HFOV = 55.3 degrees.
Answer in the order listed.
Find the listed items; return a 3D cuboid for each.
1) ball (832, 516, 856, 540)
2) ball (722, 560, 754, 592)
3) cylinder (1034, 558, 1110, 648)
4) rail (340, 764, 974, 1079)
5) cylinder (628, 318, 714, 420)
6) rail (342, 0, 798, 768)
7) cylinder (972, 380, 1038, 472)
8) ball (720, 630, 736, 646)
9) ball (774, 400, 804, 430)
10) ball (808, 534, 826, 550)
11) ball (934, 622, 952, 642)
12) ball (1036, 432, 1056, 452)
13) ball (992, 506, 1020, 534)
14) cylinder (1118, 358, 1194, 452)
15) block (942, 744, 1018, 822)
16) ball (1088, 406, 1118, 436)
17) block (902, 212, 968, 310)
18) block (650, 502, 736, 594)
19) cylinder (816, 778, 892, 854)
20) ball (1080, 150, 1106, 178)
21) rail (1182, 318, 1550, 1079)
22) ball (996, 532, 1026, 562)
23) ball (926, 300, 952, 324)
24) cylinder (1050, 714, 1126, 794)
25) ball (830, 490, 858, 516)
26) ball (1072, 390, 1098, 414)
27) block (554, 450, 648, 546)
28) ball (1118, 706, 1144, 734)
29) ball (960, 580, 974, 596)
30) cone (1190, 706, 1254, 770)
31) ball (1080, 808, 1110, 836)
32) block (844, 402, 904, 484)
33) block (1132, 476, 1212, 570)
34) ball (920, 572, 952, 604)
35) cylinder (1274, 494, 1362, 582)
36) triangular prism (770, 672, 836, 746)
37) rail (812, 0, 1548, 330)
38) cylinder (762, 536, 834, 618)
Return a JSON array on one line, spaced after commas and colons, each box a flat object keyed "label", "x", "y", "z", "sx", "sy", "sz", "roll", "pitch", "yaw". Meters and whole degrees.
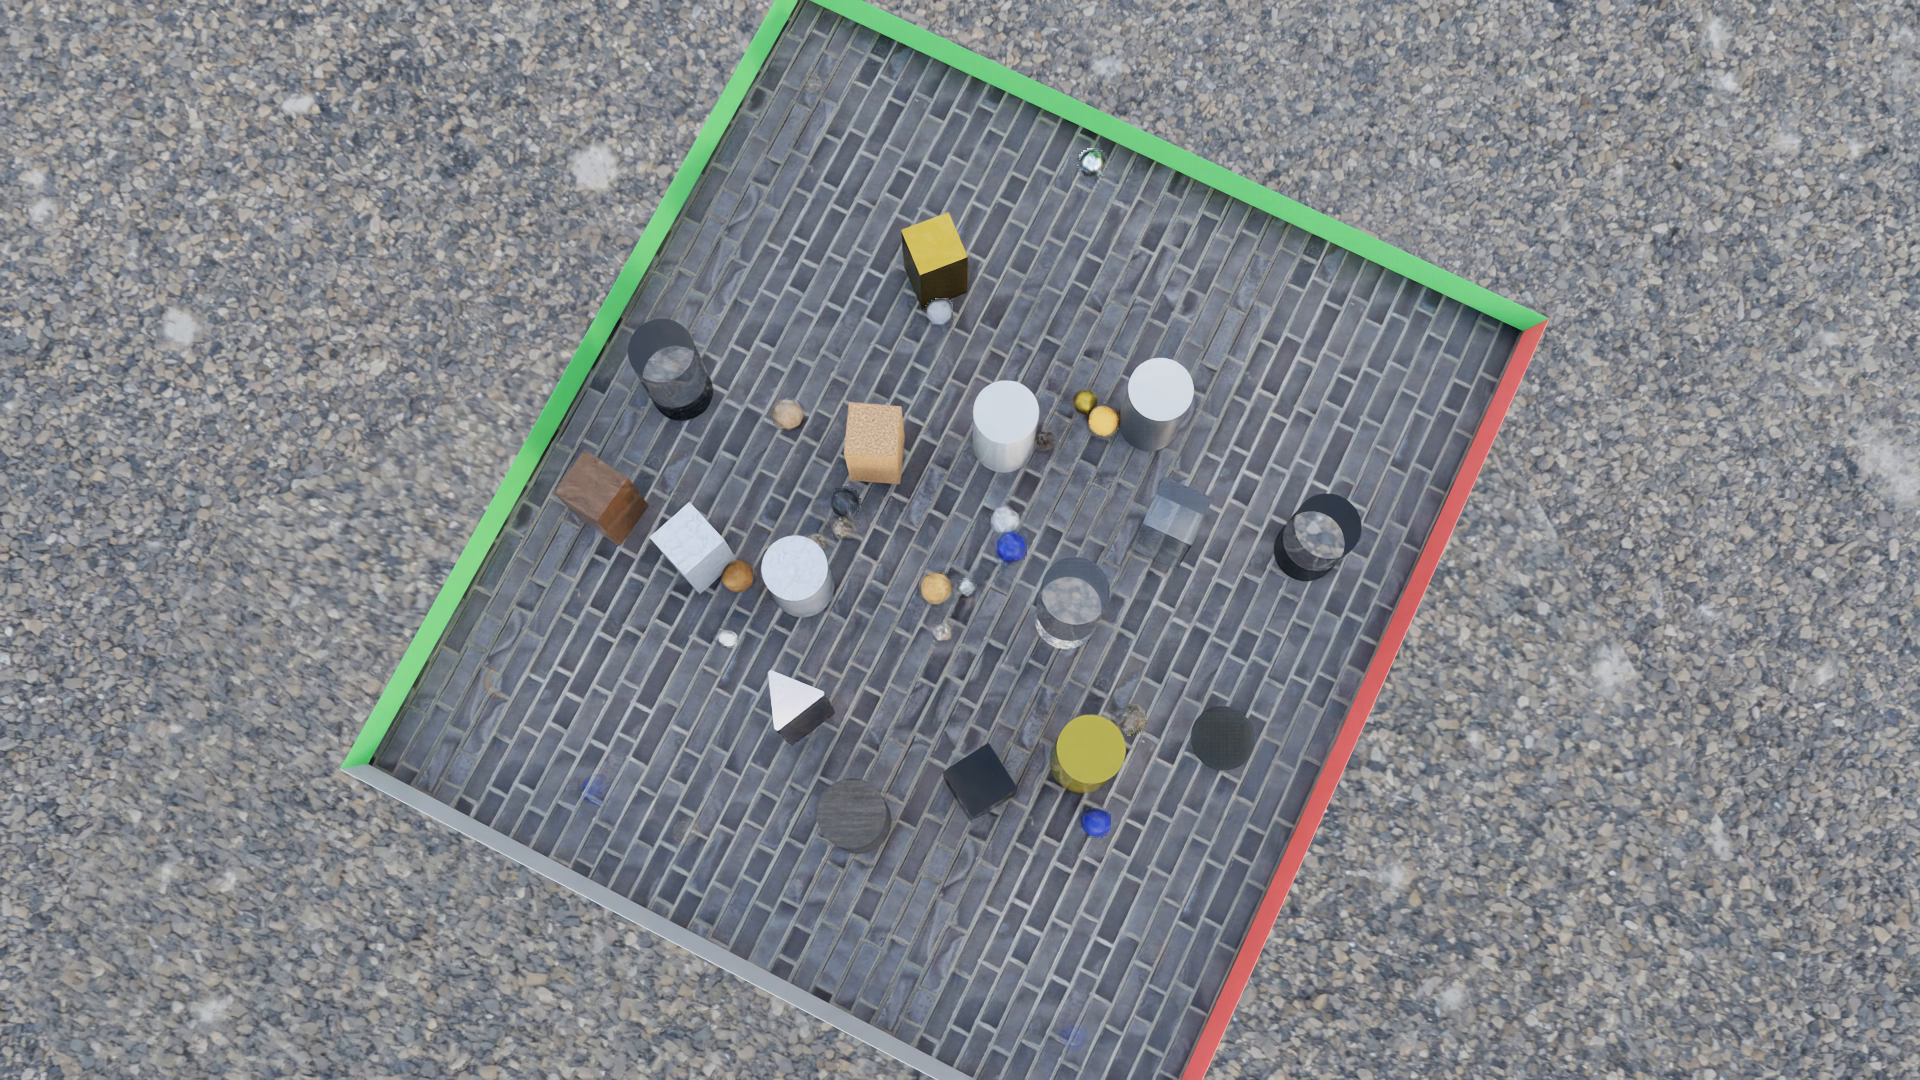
[{"label": "ball", "x": -0.354, "y": -0.037, "z": 5.586, "sx": 0.072, "sy": 0.072, "sz": 0.072, "roll": 0, "pitch": 78, "yaw": 0}, {"label": "ball", "x": -0.672, "y": 0.111, "z": 5.545, "sx": 0.096, "sy": 0.096, "sz": 0.096, "roll": 0, "pitch": 78, "yaw": 0}, {"label": "cylinder", "x": 0.322, "y": 0.189, "z": 5.337, "sx": 0.192, "sy": 0.471, "sz": 0.192, "roll": 0, "pitch": 78, "yaw": 0}, {"label": "rail", "x": -0.628, "y": 1.236, "z": 5.296, "sx": 2.625, "sy": 0.125, "sz": 0.045, "roll": 26, "pitch": 80, "yaw": 5}, {"label": "cylinder", "x": -0.865, "y": -0.507, "z": 5.508, "sx": 0.192, "sy": 0.417, "sz": 0.192, "roll": 0, "pitch": 78, "yaw": 0}, {"label": "rail", "x": -1.153, "y": -0.558, "z": 5.667, "sx": 0.045, "sy": 0.125, "sz": 2.854, "roll": 26, "pitch": 80, "yaw": 5}, {"label": "cylinder", "x": 0.134, "y": -0.337, "z": 5.508, "sx": 0.192, "sy": 0.350, "sz": 0.192, "roll": 0, "pitch": 78, "yaw": 0}, {"label": "ball", "x": -0.700, "y": 0.296, "z": 5.529, "sx": 0.052, "sy": 0.052, "sz": 0.052, "roll": 0, "pitch": 78, "yaw": 0}, {"label": "ball", "x": -0.529, "y": -0.388, "z": 5.649, "sx": 0.093, "sy": 0.093, "sz": 0.093, "roll": 0, "pitch": 78, "yaw": 0}, {"label": "ball", "x": -0.439, "y": 0.011, "z": 5.583, "sx": 0.061, "sy": 0.061, "sz": 0.061, "roll": 0, "pitch": 78, "yaw": 0}, {"label": "ball", "x": -0.053, "y": 0.277, "z": 5.531, "sx": 0.056, "sy": 0.056, "sz": 0.056, "roll": 0, "pitch": 78, "yaw": 0}, {"label": "ball", "x": 0.267, "y": -0.304, "z": 5.648, "sx": 0.061, "sy": 0.061, "sz": 0.061, "roll": 0, "pitch": 78, "yaw": 0}, {"label": "ball", "x": 0.138, "y": -0.061, "z": 5.586, "sx": 0.084, "sy": 0.084, "sz": 0.084, "roll": 0, "pitch": 78, "yaw": 0}, {"label": "cylinder", "x": 0.587, "y": -0.405, "z": 5.522, "sx": 0.192, "sy": 0.349, "sz": 0.192, "roll": 0, "pitch": 78, "yaw": 0}, {"label": "block", "x": 0.057, "y": 0.708, "z": 5.318, "sx": 0.154, "sy": 0.297, "sz": 0.154, "roll": -32, "pitch": 80, "yaw": -6}, {"label": "ball", "x": 0.442, "y": -0.367, "z": 5.646, "sx": 0.092, "sy": 0.092, "sz": 0.092, "roll": 0, "pitch": 78, "yaw": 0}, {"label": "block", "x": -0.077, "y": -0.854, "z": 5.632, "sx": 0.154, "sy": 0.316, "sz": 0.154, "roll": -21, "pitch": 79, "yaw": -4}, {"label": "block", "x": -0.789, "y": 0.028, "z": 5.448, "sx": 0.154, "sy": 0.318, "sz": 0.154, "roll": -42, "pitch": 81, "yaw": -8}, {"label": "cylinder", "x": -0.300, "y": 0.794, "z": 5.248, "sx": 0.192, "sy": 0.400, "sz": 0.192, "roll": 0, "pitch": 78, "yaw": 0}, {"label": "ball", "x": 0.420, "y": -1.195, "z": 5.822, "sx": 0.083, "sy": 0.083, "sz": 0.083, "roll": 0, "pitch": 78, "yaw": 0}, {"label": "rail", "x": 1.153, "y": 0.571, "z": 5.434, "sx": 0.045, "sy": 0.125, "sz": 2.854, "roll": 26, "pitch": 80, "yaw": 5}, {"label": "ball", "x": 0.155, "y": 0.022, "z": 5.566, "sx": 0.091, "sy": 0.091, "sz": 0.091, "roll": 0, "pitch": 78, "yaw": 0}, {"label": "ball", "x": -0.065, "y": -0.712, "z": 5.721, "sx": 0.080, "sy": 0.080, "sz": 0.080, "roll": 0, "pitch": 78, "yaw": 0}, {"label": "cylinder", "x": 0.364, "y": 0.621, "z": 5.283, "sx": 0.192, "sy": 0.401, "sz": 0.192, "roll": 0, "pitch": 78, "yaw": 0}, {"label": "ball", "x": -0.352, "y": -0.114, "z": 5.597, "sx": 0.084, "sy": 0.084, "sz": 0.084, "roll": 0, "pitch": 78, "yaw": 0}, {"label": "ball", "x": 0.387, "y": -0.428, "z": 5.666, "sx": 0.076, "sy": 0.076, "sz": 0.076, "roll": 0, "pitch": 78, "yaw": 0}, {"label": "block", "x": -1.064, "y": -0.121, "z": 5.458, "sx": 0.154, "sy": 0.360, "sz": 0.154, "roll": 33, "pitch": 80, "yaw": 6}, {"label": "ball", "x": 0.510, "y": 0.536, "z": 5.464, "sx": 0.081, "sy": 0.081, "sz": 0.081, "roll": 0, "pitch": 78, "yaw": 0}, {"label": "ball", "x": 0.021, "y": 0.146, "z": 5.563, "sx": 0.045, "sy": 0.045, "sz": 0.045, "roll": 0, "pitch": 78, "yaw": 0}, {"label": "cone", "x": 0.788, "y": 0.554, "z": 5.298, "sx": 0.192, "sy": 0.399, "sz": 0.192, "roll": 0, "pitch": 78, "yaw": 0}, {"label": "ball", "x": 0.399, "y": 0.831, "z": 5.402, "sx": 0.084, "sy": 0.084, "sz": 0.084, "roll": 0, "pitch": 78, "yaw": 0}, {"label": "block", "x": -0.254, "y": -0.287, "z": 5.502, "sx": 0.154, "sy": 0.340, "sz": 0.154, "roll": 5, "pitch": 78, "yaw": 1}, {"label": "block", "x": 0.625, "y": -0.047, "z": 5.437, "sx": 0.154, "sy": 0.370, "sz": 0.154, "roll": 25, "pitch": 79, "yaw": 5}, {"label": "ball", "x": -0.071, "y": 0.147, "z": 5.538, "sx": 0.095, "sy": 0.095, "sz": 0.095, "roll": 0, "pitch": 78, "yaw": 0}, {"label": "cylinder", "x": 1.056, "y": -0.004, "z": 5.434, "sx": 0.192, "sy": 0.359, "sz": 0.192, "roll": 0, "pitch": 78, "yaw": 0}, {"label": "triangular prism", "x": -0.485, "y": 0.464, "z": 5.287, "sx": 0.167, "sy": 0.458, "sz": 0.144, "roll": -37, "pitch": 81, "yaw": -7}, {"label": "rail", "x": 0.628, "y": -1.223, "z": 5.805, "sx": 2.625, "sy": 0.125, "sz": 0.045, "roll": 26, "pitch": 80, "yaw": 5}, {"label": "cylinder", "x": -0.478, "y": 0.111, "z": 5.441, "sx": 0.192, "sy": 0.299, "sz": 0.192, "roll": 0, "pitch": 78, "yaw": 0}]
